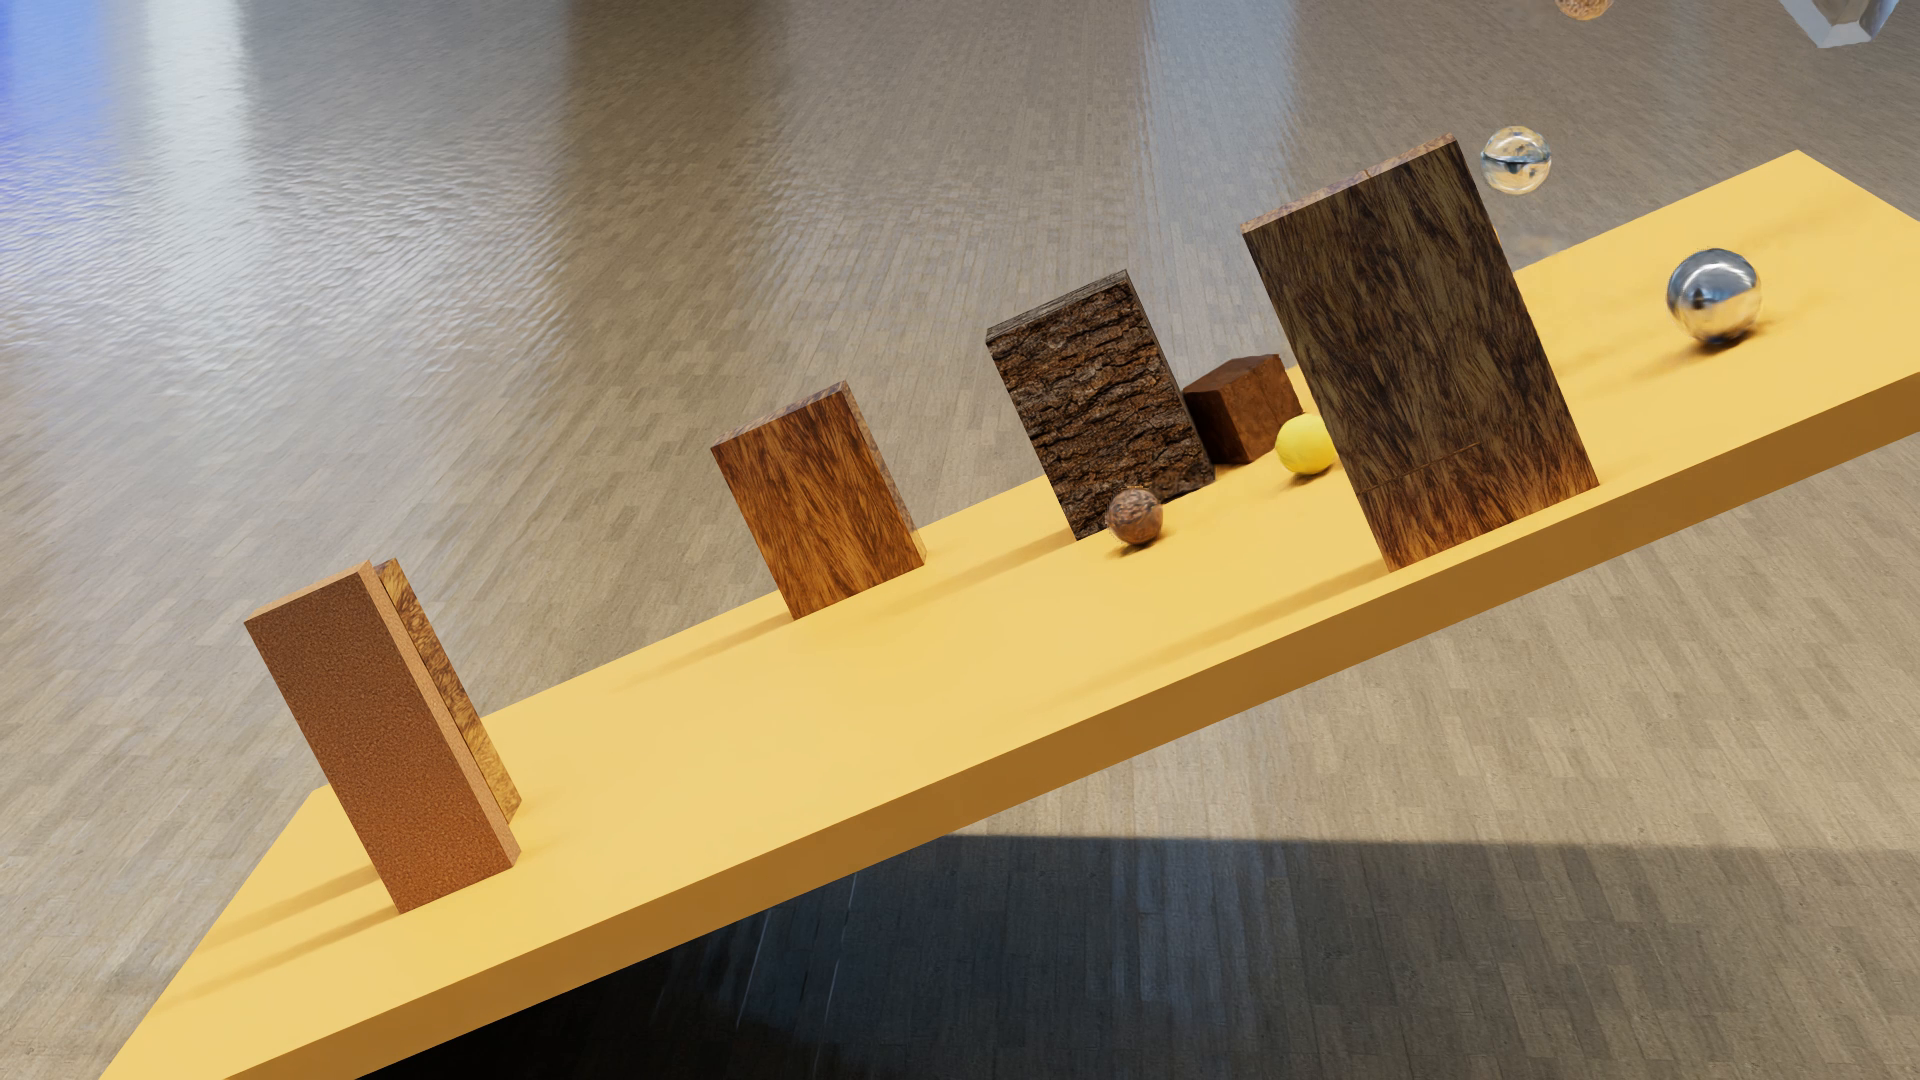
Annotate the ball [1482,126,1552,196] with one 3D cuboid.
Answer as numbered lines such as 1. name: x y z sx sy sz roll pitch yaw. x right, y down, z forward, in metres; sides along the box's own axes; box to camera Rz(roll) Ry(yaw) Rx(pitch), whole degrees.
1. ball: 1.121 -0.765 5.931 0.139 0.139 0.139 0 15 0

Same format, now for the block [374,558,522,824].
1. block: -1.242 0.387 6.394 0.314 0.611 0.148 -23 13 9

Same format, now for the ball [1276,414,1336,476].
1. ball: 0.722 -0.198 6.128 0.128 0.128 0.128 0 15 0

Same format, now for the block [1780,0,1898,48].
1. block: 1.847 -1.145 6.152 0.154 0.154 0.154 -13 57 -27

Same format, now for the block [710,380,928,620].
1. block: -0.330 -0.093 6.935 0.339 0.459 0.121 -23 13 9

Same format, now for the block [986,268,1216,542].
1. block: 0.311 -0.298 6.478 0.334 0.490 0.149 -23 13 9

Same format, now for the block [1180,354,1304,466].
1. block: 0.627 -0.289 6.549 0.180 0.180 0.180 -31 14 -26

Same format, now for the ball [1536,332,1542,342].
1. ball: 1.133 -0.386 6.074 0.141 0.141 0.141 0 15 0

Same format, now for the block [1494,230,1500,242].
1. block: 1.092 -0.571 6.589 0.201 0.201 0.201 -31 23 -19

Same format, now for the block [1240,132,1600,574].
1. block: 0.818 -0.329 5.238 0.403 0.674 0.103 -23 13 9

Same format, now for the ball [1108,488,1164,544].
1. ball: 0.371 -0.049 6.214 0.119 0.119 0.119 0 15 0

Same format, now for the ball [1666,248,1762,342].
1. ball: 1.464 -0.474 5.709 0.183 0.183 0.183 0 15 0

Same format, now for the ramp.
1. ramp: 0.134 0.169 6.283 4.000 0.100 2.000 -23 13 9

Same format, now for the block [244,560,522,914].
1. block: -1.178 0.406 6.021 0.263 0.690 0.093 -23 13 9

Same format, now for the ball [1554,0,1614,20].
1. ball: 1.180 -1.044 5.553 0.122 0.122 0.122 0 15 0
